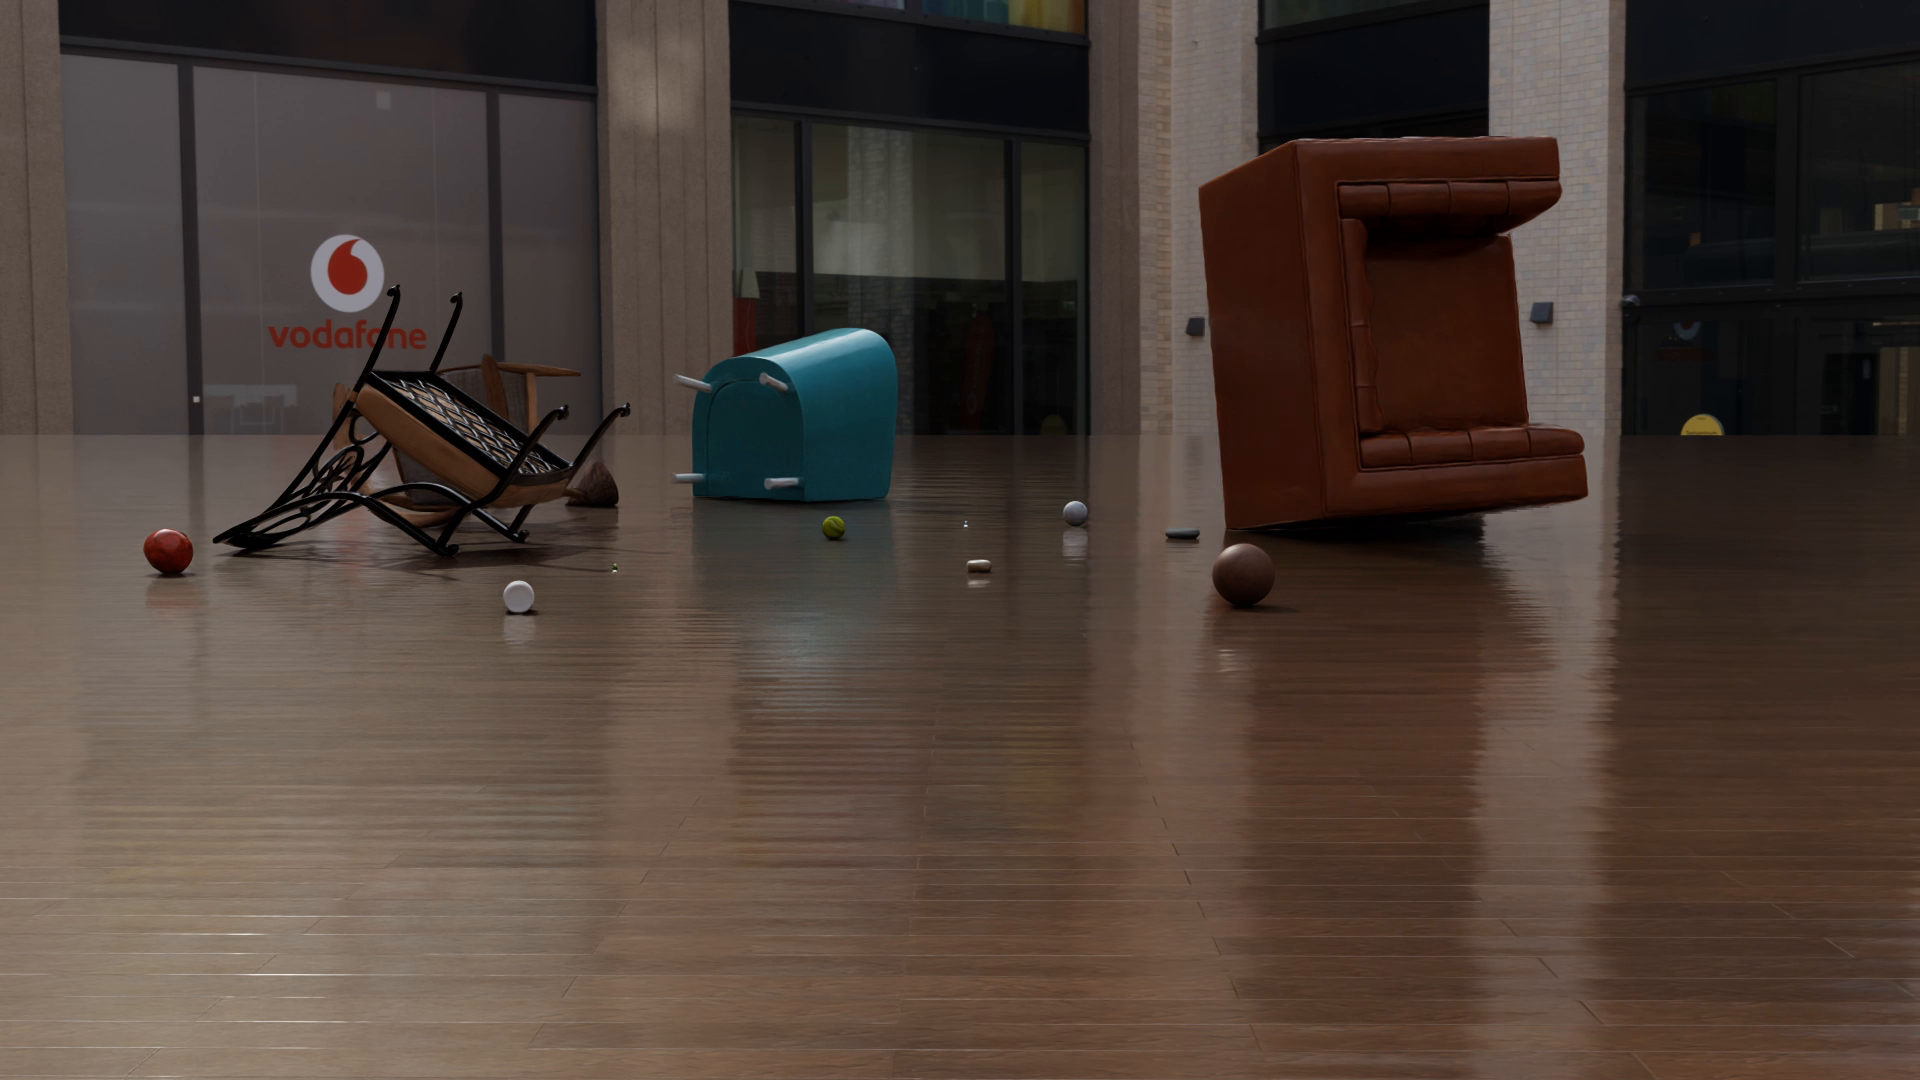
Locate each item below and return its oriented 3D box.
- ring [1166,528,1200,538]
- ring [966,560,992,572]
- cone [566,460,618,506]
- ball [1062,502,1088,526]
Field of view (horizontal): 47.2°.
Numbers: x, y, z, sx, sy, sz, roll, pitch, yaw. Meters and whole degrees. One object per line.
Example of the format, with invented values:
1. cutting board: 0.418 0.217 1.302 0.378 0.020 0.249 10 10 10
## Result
1. ring: 0.672 -0.021 6.643 0.102 0.029 0.130 -1 4 -8
2. ring: 0.047 0.064 5.408 0.061 0.028 0.081 -3 4 -18
3. cone: -1.444 -0.176 8.452 0.188 0.216 0.182 -36 58 -29
4. ball: 0.378 -0.086 7.195 0.082 0.082 0.082 0 4 0
